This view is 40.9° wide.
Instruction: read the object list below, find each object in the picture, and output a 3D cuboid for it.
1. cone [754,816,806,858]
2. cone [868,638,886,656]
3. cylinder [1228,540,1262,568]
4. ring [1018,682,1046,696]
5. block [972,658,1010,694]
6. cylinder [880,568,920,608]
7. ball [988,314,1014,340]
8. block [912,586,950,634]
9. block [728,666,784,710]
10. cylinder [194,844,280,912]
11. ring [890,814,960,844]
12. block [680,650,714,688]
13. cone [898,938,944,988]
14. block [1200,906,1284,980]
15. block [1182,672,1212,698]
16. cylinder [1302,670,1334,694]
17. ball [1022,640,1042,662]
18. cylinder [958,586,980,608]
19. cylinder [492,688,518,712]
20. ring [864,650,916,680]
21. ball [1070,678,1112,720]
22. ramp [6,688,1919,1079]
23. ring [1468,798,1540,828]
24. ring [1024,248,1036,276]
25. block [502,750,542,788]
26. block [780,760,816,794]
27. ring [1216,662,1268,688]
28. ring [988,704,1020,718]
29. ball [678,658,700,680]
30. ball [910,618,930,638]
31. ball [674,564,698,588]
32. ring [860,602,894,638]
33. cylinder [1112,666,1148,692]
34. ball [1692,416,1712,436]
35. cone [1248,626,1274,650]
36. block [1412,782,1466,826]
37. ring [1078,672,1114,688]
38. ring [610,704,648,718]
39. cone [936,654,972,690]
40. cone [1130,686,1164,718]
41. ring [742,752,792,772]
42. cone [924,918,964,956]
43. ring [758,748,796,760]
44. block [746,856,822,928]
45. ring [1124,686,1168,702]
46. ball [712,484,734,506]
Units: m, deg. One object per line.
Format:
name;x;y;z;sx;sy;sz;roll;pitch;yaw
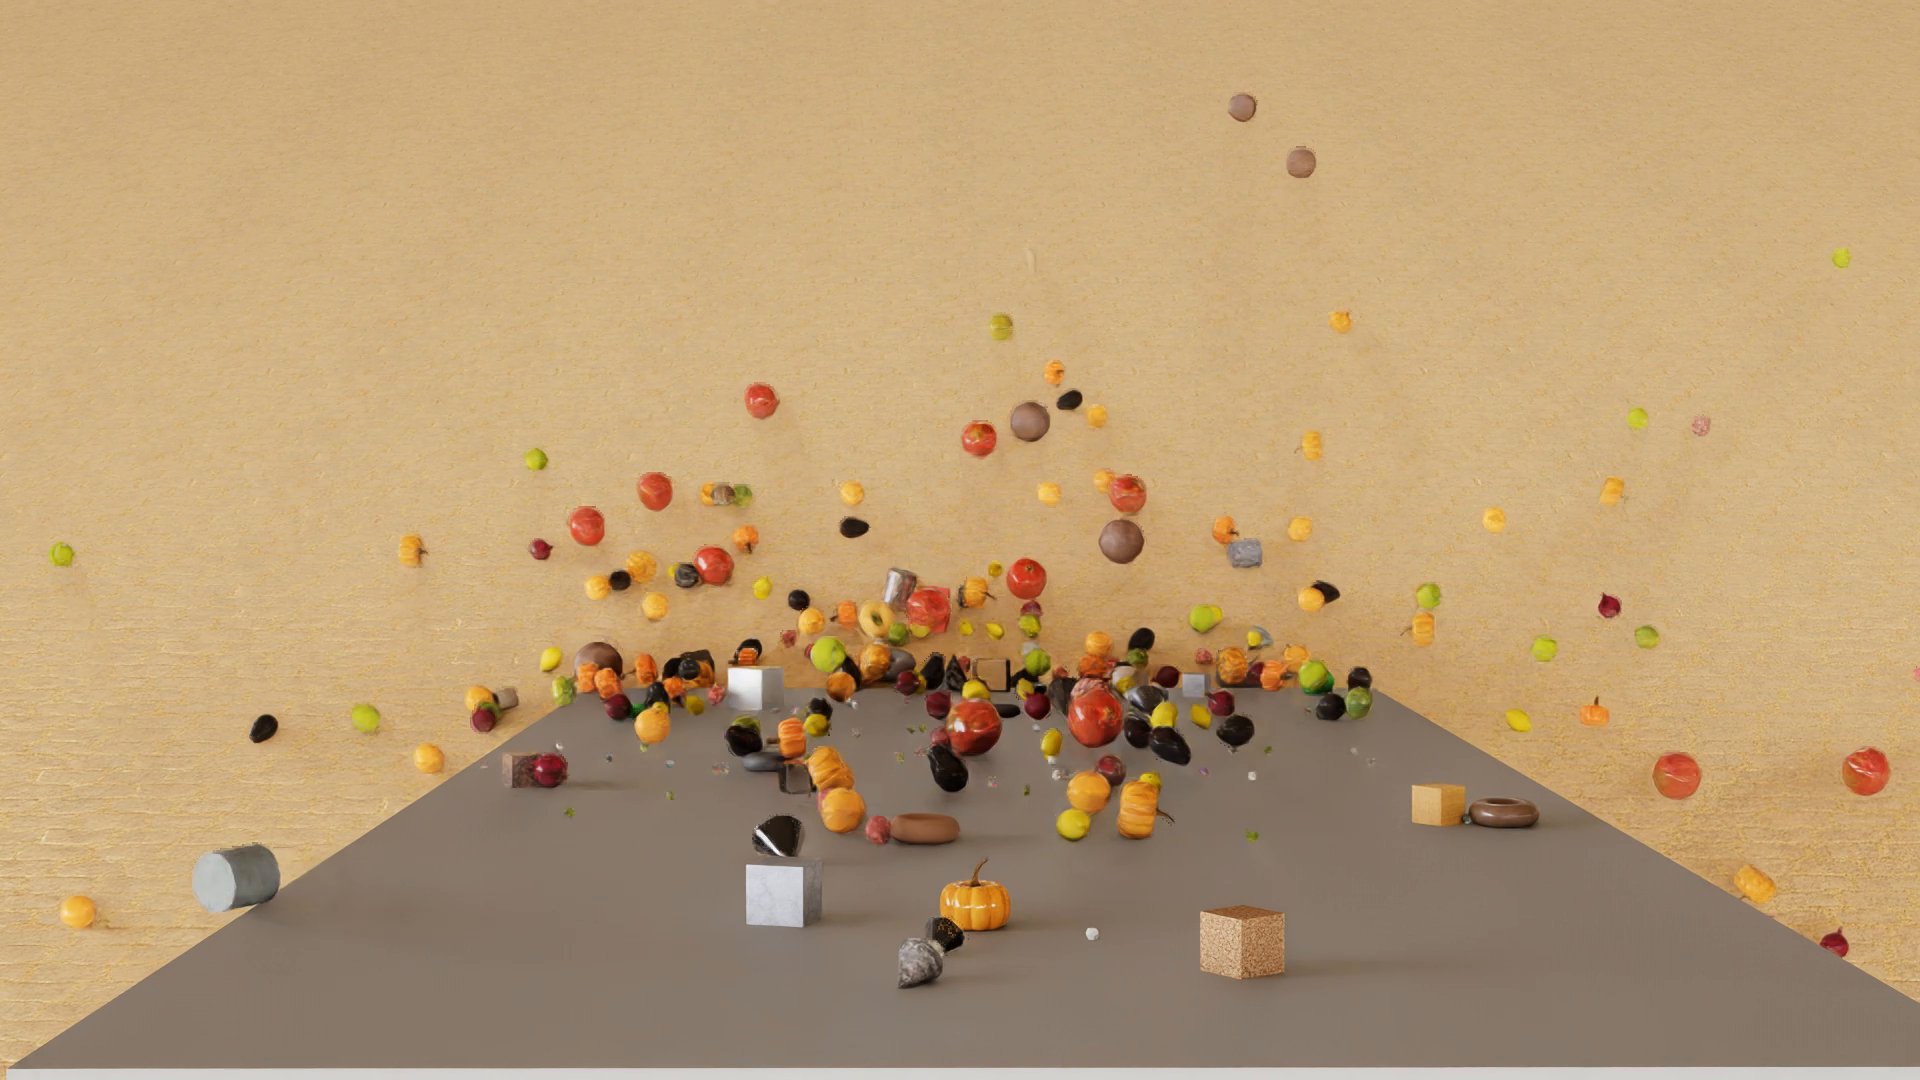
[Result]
cone;-0.255;0.460;3.777;0.080;0.080;0.080;-7;31;-16
cone;-0.220;0.284;6.912;0.054;0.054;0.054;0;24;0
cylinder;0.824;0.041;7.430;0.076;0.076;0.076;-6;25;-14
ring;0.182;0.370;6.387;0.079;0.026;0.079;-1;3;0
block;0.078;0.339;6.461;0.082;0.082;0.082;0;2;-9
cylinder;-0.167;0.132;7.176;0.090;0.090;0.090;15;7;-2
ball;0.144;-0.758;9.199;0.094;0.094;0.094;0;24;0
block;-0.080;0.190;7.074;0.094;0.094;0.094;3;24;7
block;-0.479;0.347;6.053;0.095;0.095;0.095;1;2;29
cylinder;-0.961;0.450;3.426;0.078;0.078;0.078;15;10;30
ring;-0.056;0.450;4.021;0.111;0.037;0.111;1;1;0
block;-0.689;0.342;6.755;0.076;0.076;0.076;-7;25;-16
cone;-0.058;0.495;2.939;0.057;0.057;0.057;12;34;25
block;0.330;0.470;3.015;0.069;0.069;0.069;-2;3;-37
block;0.584;0.357;6.340;0.054;0.054;0.054;1;2;24
cylinder;0.884;0.352;6.371;0.057;0.057;0.057;12;11;-42
ball;0.191;0.296;6.882;0.056;0.056;0.056;0;24;0
cylinder;0.026;0.160;7.186;0.057;0.057;0.057;4;24;10
cylinder;-1.171;0.410;6.630;0.052;0.052;0.052;-15;28;-30
ring;-0.187;0.330;6.818;0.139;0.046;0.139;-3;21;1
ball;0.296;0.356;5.794;0.095;0.095;0.095;0;24;0
ramp;0.055;0.499;4.546;2.000;0.100;4.000;0;2;0
ring;0.884;0.443;4.188;0.113;0.038;0.113;-1;3;0
ring;0.271;-1.066;9.874;0.034;0.102;0.102;-5;25;-8
block;-0.794;0.416;4.676;0.058;0.058;0.058;-1;2;-28
block;-0.289;0.422;4.589;0.052;0.052;0.052;-1;2;-23
ring;0.738;0.362;6.749;0.137;0.046;0.137;-1;24;1
ring;0.101;0.389;5.867;0.076;0.025;0.076;1;1;0
ball;-0.691;0.331;6.575;0.056;0.056;0.056;0;24;0
ball;-0.107;0.238;7.014;0.055;0.055;0.055;0;24;0
ball;-0.777;0.102;7.298;0.071;0.071;0.071;0;24;0
ring;-0.225;0.217;7.011;0.105;0.105;0.035;-17;-10;-34
cylinder;0.423;0.348;6.417;0.065;0.065;0.065;0;18;43
ball;2.408;-0.369;8.367;0.061;0.061;0.061;0;24;0
cone;0.798;0.278;6.955;0.067;0.067;0.067;-41;39;-17
block;0.781;0.431;4.204;0.060;0.060;0.060;-2;3;-40
ring;0.368;0.388;6.687;0.145;0.048;0.145;1;25;0
ring;-0.753;0.388;5.853;0.087;0.029;0.087;-1;3;0
cone;-0.015;0.332;6.522;0.092;0.092;0.092;0;2;0
cone;0.430;0.384;5.838;0.080;0.080;0.080;-2;29;-4
ring;-0.366;0.421;4.897;0.094;0.031;0.094;-1;2;0
cone;-0.028;0.490;3.105;0.050;0.050;0.050;8;31;18
ring;-0.359;0.420;4.982;0.083;0.028;0.083;-1;3;0
block;-0.227;0.455;3.339;0.077;0.077;0.077;1;2;16
ring;0.446;0.372;6.179;0.110;0.037;0.110;-1;3;0
ball;-0.717;-0.135;7.785;0.070;0.070;0.070;0;24;0
